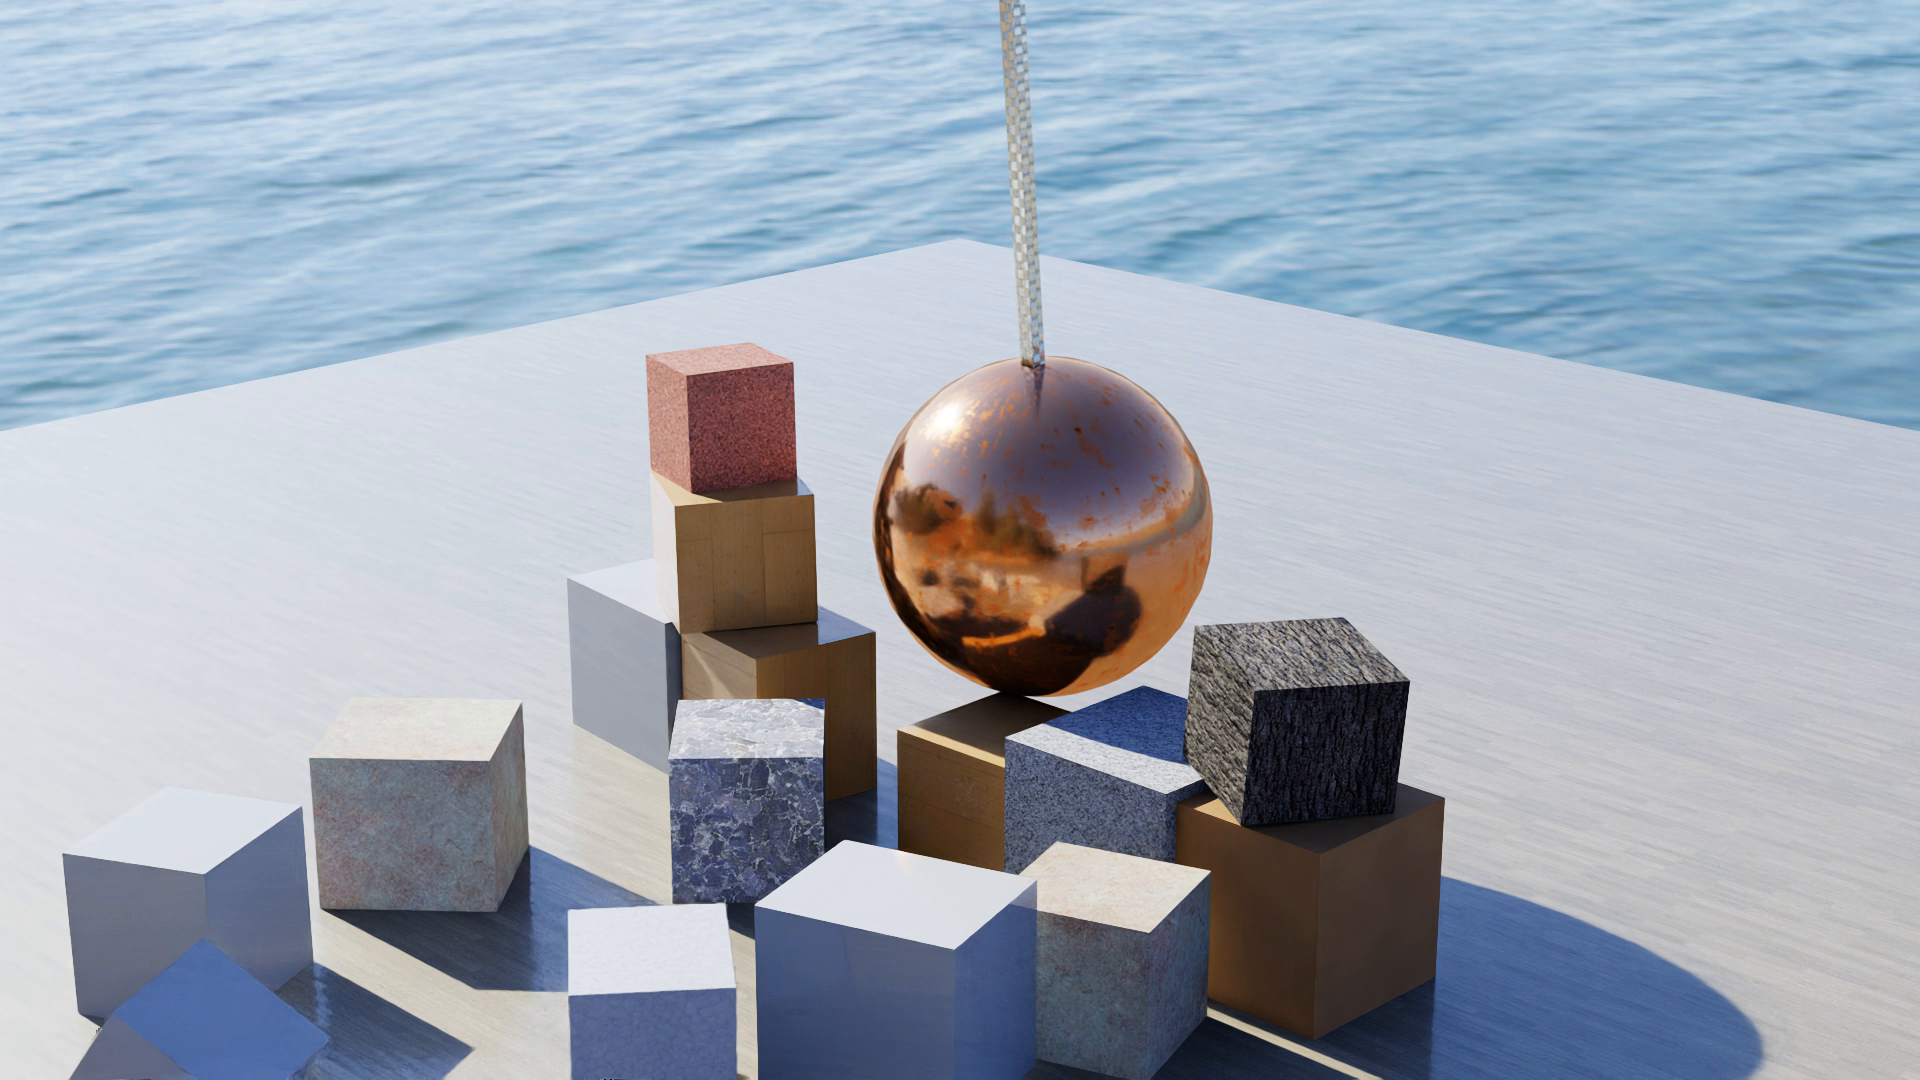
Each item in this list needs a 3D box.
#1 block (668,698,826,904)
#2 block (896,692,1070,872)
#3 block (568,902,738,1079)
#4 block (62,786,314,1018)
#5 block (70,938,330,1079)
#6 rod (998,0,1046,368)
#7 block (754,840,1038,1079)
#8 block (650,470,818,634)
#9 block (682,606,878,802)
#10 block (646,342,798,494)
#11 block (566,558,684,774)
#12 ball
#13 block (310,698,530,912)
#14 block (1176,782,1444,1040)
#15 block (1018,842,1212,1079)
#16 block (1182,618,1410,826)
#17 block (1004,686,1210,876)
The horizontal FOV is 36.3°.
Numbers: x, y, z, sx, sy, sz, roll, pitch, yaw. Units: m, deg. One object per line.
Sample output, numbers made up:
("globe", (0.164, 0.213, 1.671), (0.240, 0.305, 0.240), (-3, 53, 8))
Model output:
("block", (-0.959, 1.184, 13.415), (0.682, 0.696, 0.738), (-1, 17, -2))
("block", (0.248, 1.187, 13.451), (0.790, 0.669, 0.722), (16, 24, 42))
("block", (-1.176, 1.877, 11.177), (0.609, 0.710, 0.748), (-2, 18, -7))
("block", (-3.212, 1.538, 12.251), (0.664, 0.719, 0.752), (6, 18, 18))
("block", (-2.821, 1.968, 10.726), (0.604, 0.571, 0.639), (38, 23, 2))
("rod", (0.167, -3.229, 12.502), (0.080, 5.200, 0.080), (17, 29, 42))
("block", (-0.243, 1.745, 11.451), (0.861, 0.804, 0.709), (9, 19, 26))
("block", (-1.121, 0.023, 14.481), (0.684, 0.644, 0.704), (-5, 17, -14))
("block", (-0.886, 0.812, 14.402), (0.689, 0.815, 0.678), (-13, 21, -35))
("block", (-1.178, -0.610, 14.461), (0.563, 0.585, 0.527), (-9, 18, -26))
("block", (-1.415, 0.608, 15.071), (0.809, 0.803, 0.925), (-13, 22, -36))
("ball", (0.386, -0.064, 13.726), (1.600, 1.600, 1.600), (0, 17, 0))
("block", (-2.444, 1.194, 13.340), (0.800, 0.724, 0.758), (1, 17, 3))
("block", (1.458, 1.471, 12.295), (0.832, 0.820, 0.753), (-17, 24, -42))
("block", (0.568, 1.696, 11.864), (0.686, 0.650, 0.654), (8, 19, 25))
("block", (1.381, 0.740, 12.140), (0.675, 0.594, 0.678), (-3, 22, -16))
("block", (0.842, 1.272, 12.830), (0.915, 0.879, 0.916), (16, 24, 42))
